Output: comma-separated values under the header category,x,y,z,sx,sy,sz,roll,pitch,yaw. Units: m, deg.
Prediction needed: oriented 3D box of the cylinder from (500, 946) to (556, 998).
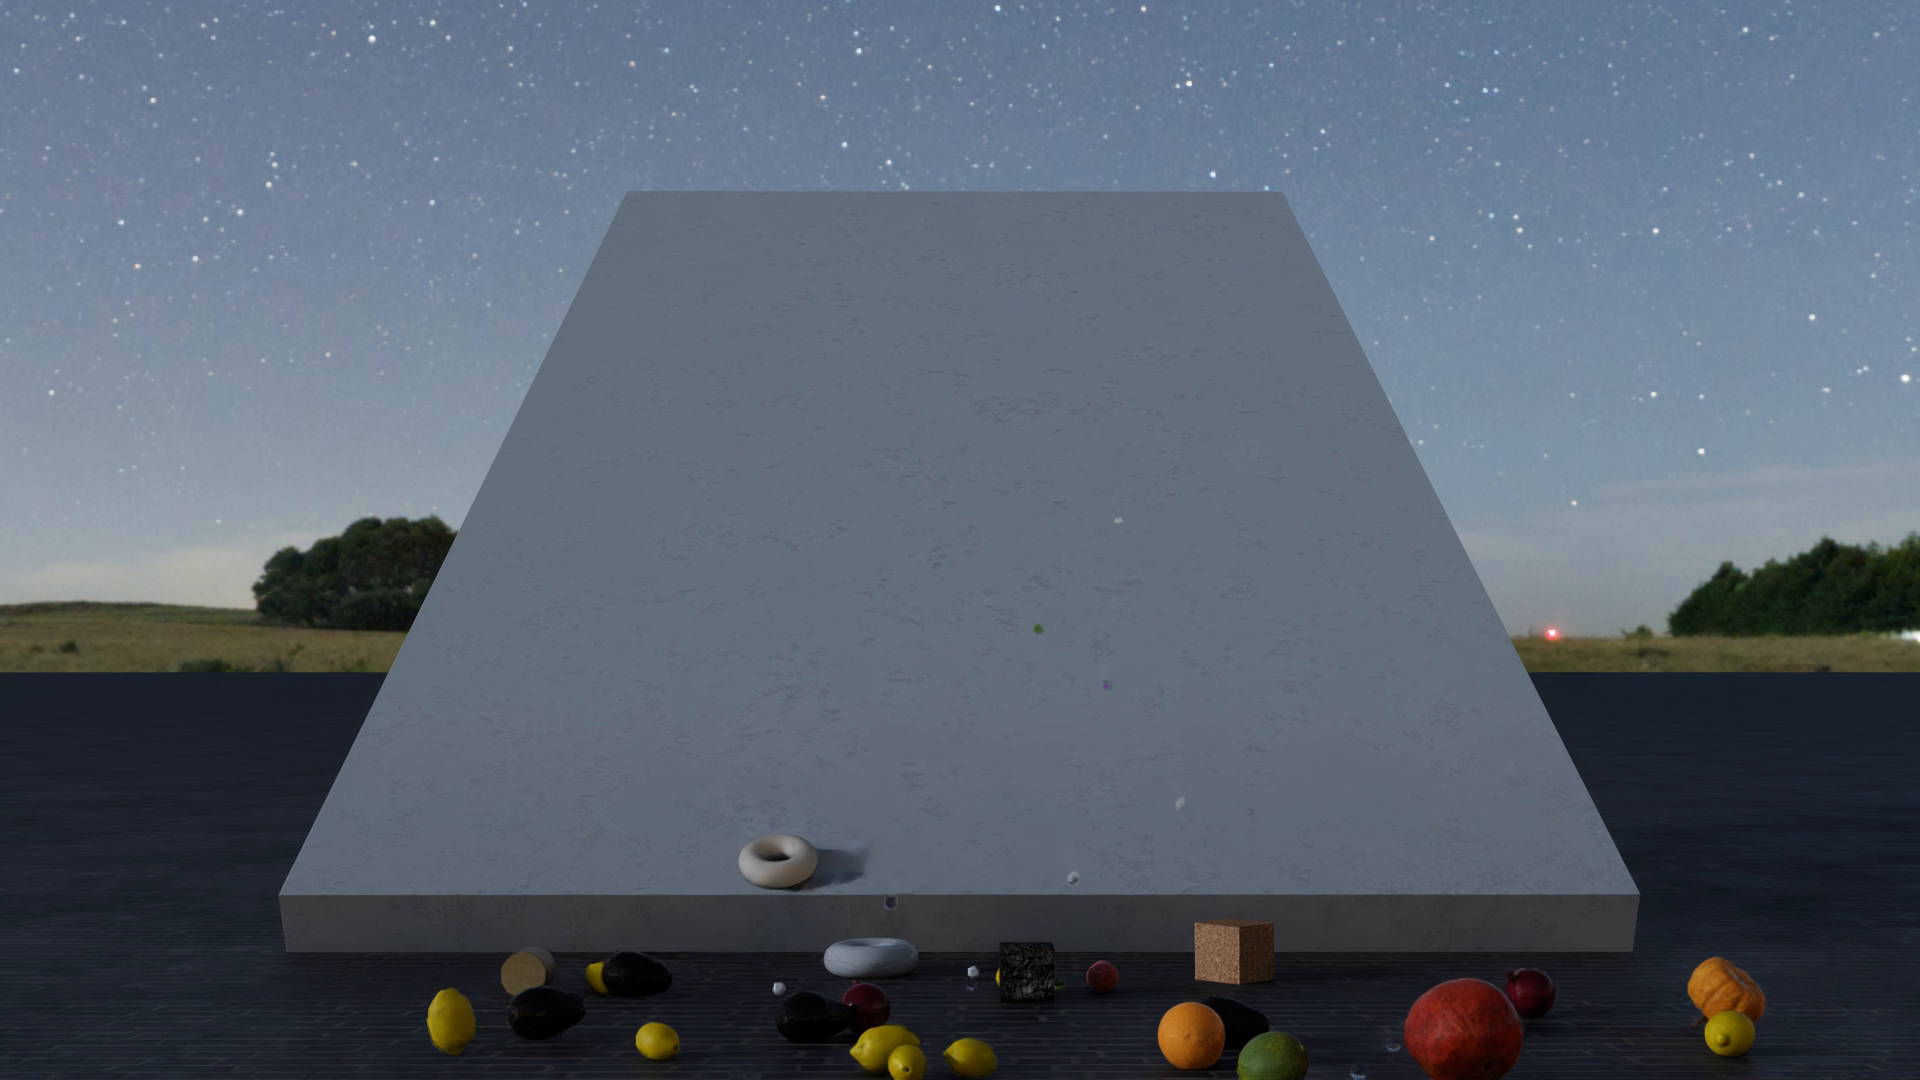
category,x,y,z,sx,sy,sz,roll,pitch,yaw
cylinder,-0.557,0.559,2.994,0.059,0.059,0.059,0,-3,3

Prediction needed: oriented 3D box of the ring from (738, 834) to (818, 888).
category,x,y,z,sx,sy,sz,roll,pitch,yaw
ring,-0.272,0.477,3.452,0.118,0.039,0.118,-1,25,0

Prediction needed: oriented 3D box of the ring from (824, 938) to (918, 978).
category,x,y,z,sx,sy,sz,roll,pitch,yaw
ring,-0.123,0.578,3.202,0.131,0.044,0.131,-1,-2,0

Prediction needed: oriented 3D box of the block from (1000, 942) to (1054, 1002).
category,x,y,z,sx,sy,sz,roll,pitch,yaw
block,0.085,0.552,2.962,0.068,0.068,0.068,0,-3,-1

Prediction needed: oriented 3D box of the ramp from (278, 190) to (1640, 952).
category,x,y,z,sx,sy,sz,roll,pitch,yaw
ramp,-0.008,-0.227,5.258,2.000,0.100,4.000,0,23,0

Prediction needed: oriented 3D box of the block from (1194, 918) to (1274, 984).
category,x,y,z,sx,sy,sz,roll,pitch,yaw
block,0.373,0.558,3.147,0.076,0.076,0.076,-3,-4,45
